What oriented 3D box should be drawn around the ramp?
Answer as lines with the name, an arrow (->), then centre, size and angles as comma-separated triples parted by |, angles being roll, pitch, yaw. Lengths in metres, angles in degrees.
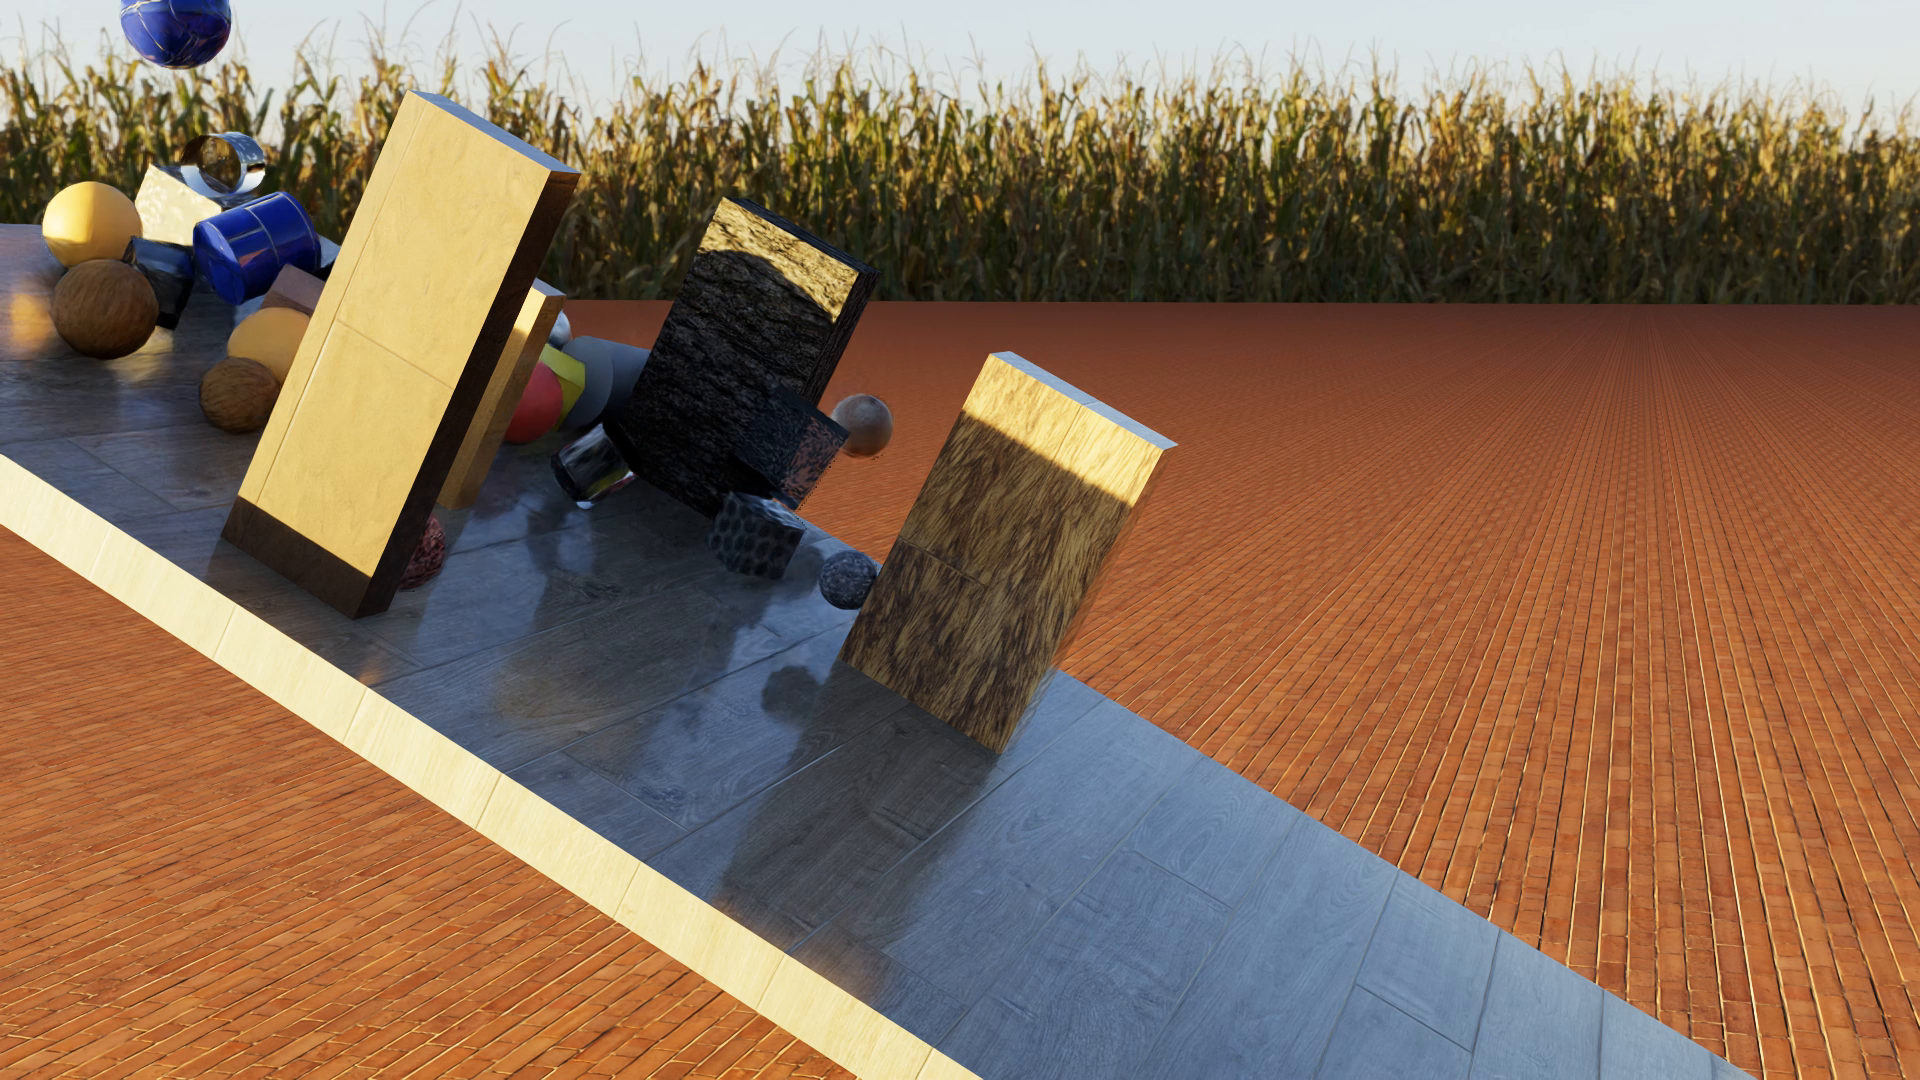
ramp -> -0.225, 0.374, 4.149 | 4.000, 0.100, 2.000 | 30, 14, 12

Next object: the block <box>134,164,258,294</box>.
block -> -1.617, -0.659, 4.675 | 0.198, 0.198, 0.198 | 30, 14, 13

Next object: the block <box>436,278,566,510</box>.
block -> -0.988, -0.339, 4.154 | 0.336, 0.453, 0.084 | 30, 14, 12

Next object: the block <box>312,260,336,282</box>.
block -> -1.270, -0.481, 4.561 | 0.183, 0.183, 0.183 | -31, 12, 9

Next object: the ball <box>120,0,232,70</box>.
ball -> -1.454, -0.973, 4.078 | 0.198, 0.198, 0.198 | 0, 7, 0

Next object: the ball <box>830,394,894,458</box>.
ball -> -0.243, -0.280, 5.430 | 0.160, 0.160, 0.160 | 0, 7, 0

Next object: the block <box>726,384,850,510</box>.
block -> -0.361, -0.192, 4.585 | 0.178, 0.178, 0.178 | 35, -9, -5

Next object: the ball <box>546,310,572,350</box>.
ball -> -0.993, -0.471, 5.092 | 0.187, 0.187, 0.187 | 0, 7, 0

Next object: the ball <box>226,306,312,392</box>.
ball -> -1.286, -0.343, 4.159 | 0.194, 0.194, 0.194 | 0, 7, 0

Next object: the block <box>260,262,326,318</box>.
block -> -1.301, -0.407, 4.343 | 0.176, 0.176, 0.176 | 27, 18, -17

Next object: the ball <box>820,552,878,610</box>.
ball -> -0.224, 0.082, 4.424 | 0.119, 0.119, 0.119 | 0, 7, 0

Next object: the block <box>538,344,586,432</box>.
block -> -0.924, -0.346, 4.910 | 0.125, 0.125, 0.125 | 29, 22, -22

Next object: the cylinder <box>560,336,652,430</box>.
cylinder -> -0.797, -0.350, 5.055 | 0.207, 0.207, 0.207 | 5, -2, 37

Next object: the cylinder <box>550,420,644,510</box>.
cylinder -> -0.744, -0.155, 4.501 | 0.134, 0.134, 0.134 | -32, 1, 11

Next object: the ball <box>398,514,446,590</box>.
ball -> -0.926, 0.010, 3.635 | 0.148, 0.148, 0.148 | 0, 7, 0

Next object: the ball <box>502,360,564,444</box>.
ball -> -0.936, -0.299, 4.658 | 0.187, 0.187, 0.187 | 0, 7, 0

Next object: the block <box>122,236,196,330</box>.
block -> -1.584, -0.504, 4.319 | 0.117, 0.117, 0.117 | 17, 24, -34

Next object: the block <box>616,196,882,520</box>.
block -> -0.484, -0.387, 4.864 | 0.352, 0.641, 0.150 | 30, 14, 12

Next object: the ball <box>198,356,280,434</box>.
ball -> -1.296, -0.260, 3.955 | 0.139, 0.139, 0.139 | 0, 7, 0

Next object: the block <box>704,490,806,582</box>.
block -> -0.435, -0.008, 4.654 | 0.130, 0.130, 0.130 | 15, 19, -40

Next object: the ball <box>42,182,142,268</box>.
ball -> -1.720, -0.618, 4.364 | 0.185, 0.185, 0.185 | 0, 7, 0

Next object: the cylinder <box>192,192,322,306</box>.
cylinder -> -1.414, -0.588, 4.426 | 0.179, 0.179, 0.179 | -32, 26, -36

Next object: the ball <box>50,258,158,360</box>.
ball -> -1.545, -0.417, 3.974 | 0.182, 0.182, 0.182 | 0, 7, 0

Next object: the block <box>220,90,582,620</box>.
block -> -0.885, -0.285, 3.456 | 0.270, 0.786, 0.101 | 30, 14, 12

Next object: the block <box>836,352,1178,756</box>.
block -> 0.090, 0.024, 4.350 | 0.386, 0.687, 0.146 | 30, 14, 12
